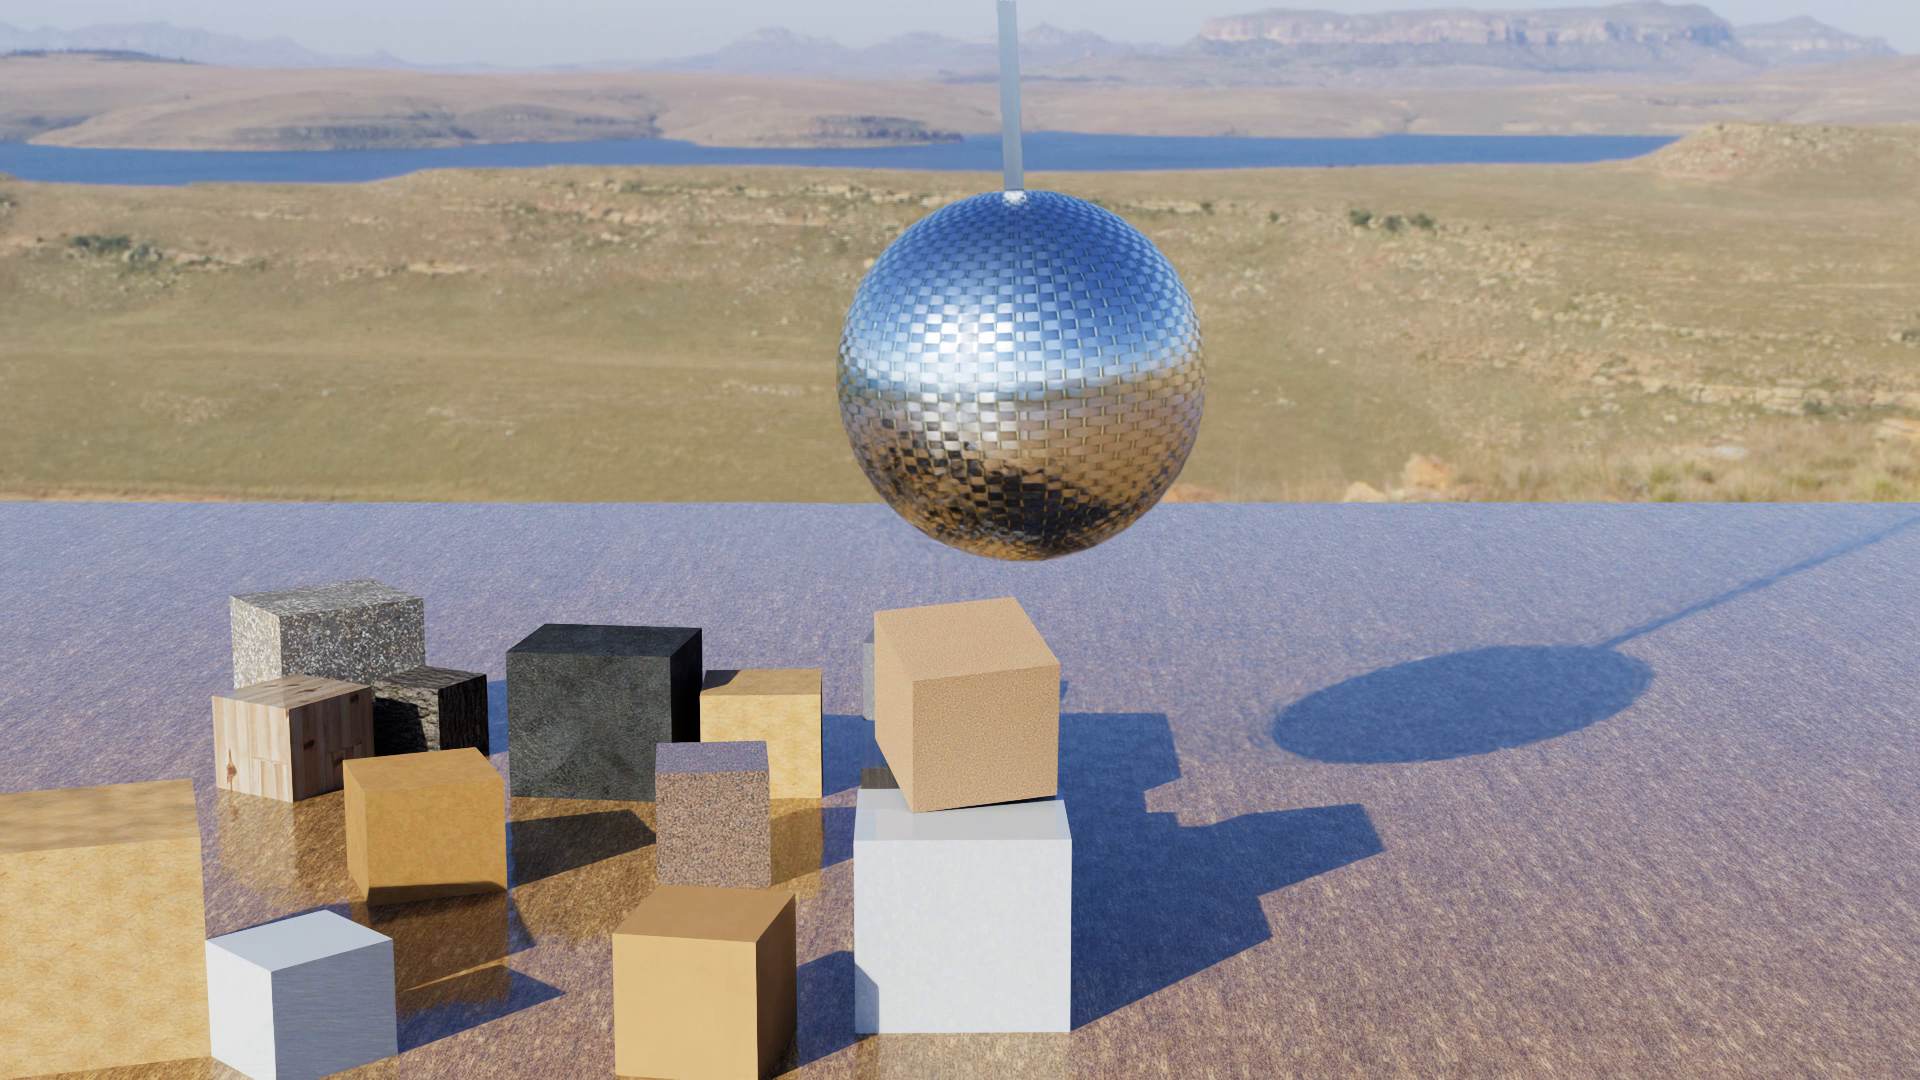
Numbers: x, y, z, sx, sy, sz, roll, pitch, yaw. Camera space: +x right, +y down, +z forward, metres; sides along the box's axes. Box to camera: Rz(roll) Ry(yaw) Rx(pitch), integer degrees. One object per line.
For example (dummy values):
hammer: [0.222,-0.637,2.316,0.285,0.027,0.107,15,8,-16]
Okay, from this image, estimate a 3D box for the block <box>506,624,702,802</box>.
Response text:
block: [-1.762,0.854,12.831,0.819,0.729,0.671,1,10,7]

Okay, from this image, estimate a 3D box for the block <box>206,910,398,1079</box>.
block: [-2.374,1.651,9.257,0.489,0.439,0.460,-10,14,-43]

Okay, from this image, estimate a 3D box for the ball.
ball: [0.264,-0.706,11.052,1.600,1.600,1.600,0,10,0]

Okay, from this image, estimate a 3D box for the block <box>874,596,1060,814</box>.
block: [0.018,0.630,9.954,0.571,0.561,0.620,-6,25,-14]

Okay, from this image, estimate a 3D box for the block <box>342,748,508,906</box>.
block: [-2.357,1.251,11.287,0.593,0.500,0.576,-4,11,-22]

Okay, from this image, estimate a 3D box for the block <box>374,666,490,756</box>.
block: [-2.749,0.917,13.370,0.413,0.412,0.397,5,12,27]

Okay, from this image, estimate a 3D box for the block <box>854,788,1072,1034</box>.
block: [0.005,1.401,9.788,0.797,0.741,0.689,0,10,-1]

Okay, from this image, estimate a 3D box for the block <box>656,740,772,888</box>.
block: [-1.098,1.217,11.407,0.493,0.524,0.516,-1,10,-6]

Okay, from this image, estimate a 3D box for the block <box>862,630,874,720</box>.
block: [-0.218,0.751,14.135,0.562,0.464,0.466,1,10,7]

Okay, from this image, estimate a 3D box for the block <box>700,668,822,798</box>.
block: [-0.984,0.963,12.812,0.587,0.521,0.549,0,10,-2]

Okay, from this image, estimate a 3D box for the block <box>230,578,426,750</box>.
block: [-3.357,0.681,13.656,0.795,0.773,0.677,-8,13,-36]

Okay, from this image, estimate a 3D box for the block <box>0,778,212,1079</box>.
block: [-3.215,1.416,9.474,0.797,0.824,0.814,-3,11,-18]

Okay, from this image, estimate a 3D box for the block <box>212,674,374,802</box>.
block: [-3.333,0.983,12.849,0.531,0.468,0.564,6,12,31]

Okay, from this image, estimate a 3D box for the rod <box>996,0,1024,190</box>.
rod: [0.114,-4.048,10.444,0.080,5.200,0.080,-2,10,0]

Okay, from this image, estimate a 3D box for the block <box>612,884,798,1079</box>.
block: [-0.915,1.601,9.294,0.521,0.526,0.566,2,10,10]

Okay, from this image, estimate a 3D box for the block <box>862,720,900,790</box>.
block: [-0.017,1.230,10.501,0.763,0.823,0.765,0,10,-2]
